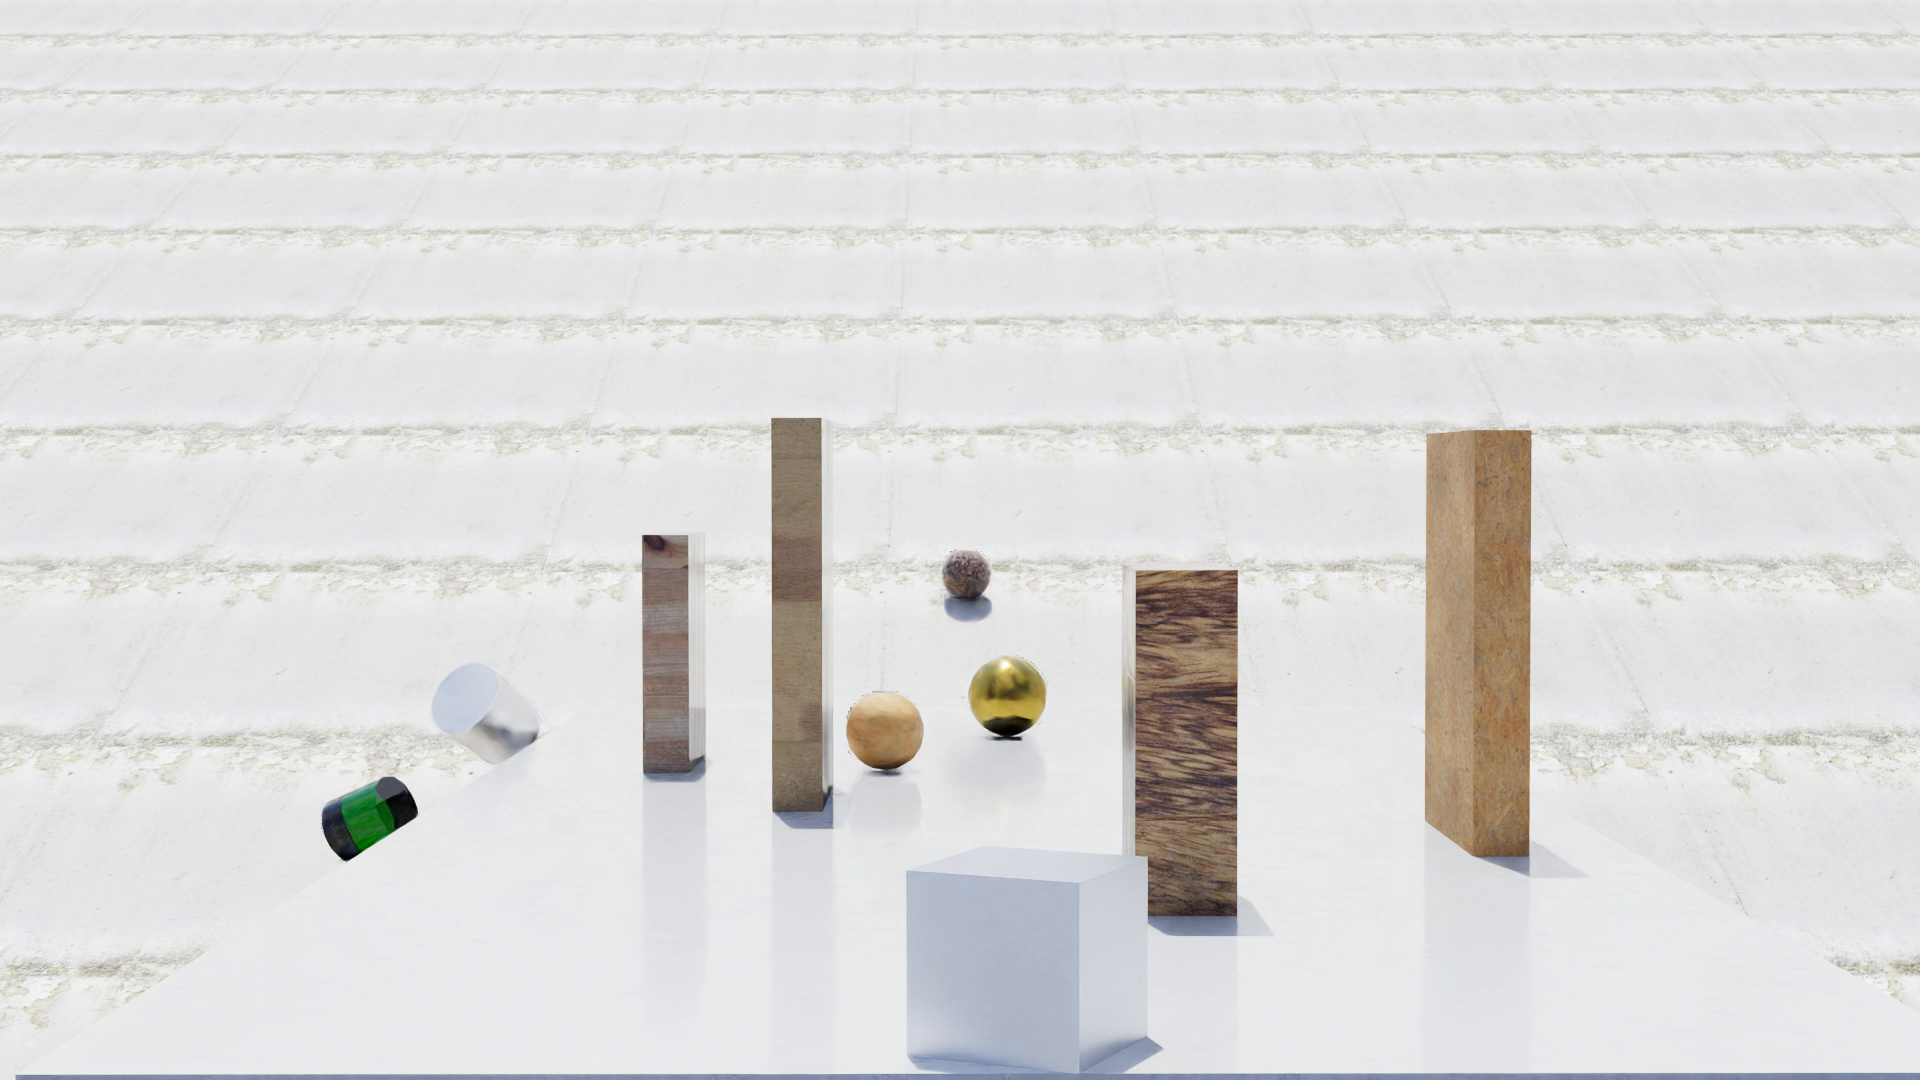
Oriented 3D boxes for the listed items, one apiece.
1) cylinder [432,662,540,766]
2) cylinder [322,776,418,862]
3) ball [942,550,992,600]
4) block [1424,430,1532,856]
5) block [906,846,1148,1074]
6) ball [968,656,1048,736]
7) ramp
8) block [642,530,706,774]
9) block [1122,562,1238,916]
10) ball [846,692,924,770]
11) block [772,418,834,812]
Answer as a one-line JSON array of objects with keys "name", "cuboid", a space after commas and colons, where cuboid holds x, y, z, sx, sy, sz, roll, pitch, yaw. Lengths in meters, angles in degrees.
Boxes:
[{"name": "cylinder", "cuboid": [-1.078, 0.397, 5.874, 0.177, 0.177, 0.177, -15, 55, 21]}, {"name": "cylinder", "cuboid": [-1.381, 0.655, 6.043, 0.158, 0.158, 0.158, -24, 19, 20]}, {"name": "ball", "cuboid": [0.018, 0.098, 7.291, 0.142, 0.142, 0.142, 0, 26, 0]}, {"name": "block", "cuboid": [0.841, 0.155, 4.206, 0.088, 0.662, 0.413, 0, 2, 0]}, {"name": "block", "cuboid": [0.072, 0.432, 2.685, 0.191, 0.191, 0.191, 1, 2, 25]}, {"name": "ball", "cuboid": [0.108, 0.354, 5.852, 0.179, 0.179, 0.179, 0, 26, 0]}, {"name": "ramp", "cuboid": [0.058, 0.528, 4.565, 2.000, 0.100, 4.000, 0, 2, 0]}, {"name": "block", "cuboid": [-0.584, 0.222, 5.285, 0.092, 0.474, 0.343, 0, 2, 0]}, {"name": "block", "cuboid": [0.304, 0.270, 3.601, 0.138, 0.466, 0.272, 0, 2, 0]}, {"name": "ball", "cuboid": [-0.151, 0.383, 5.178, 0.157, 0.157, 0.157, 0, 26, 0]}, {"name": "block", "cuboid": [-0.287, 0.127, 4.731, 0.089, 0.693, 0.399, 0, 2, 0]}]
